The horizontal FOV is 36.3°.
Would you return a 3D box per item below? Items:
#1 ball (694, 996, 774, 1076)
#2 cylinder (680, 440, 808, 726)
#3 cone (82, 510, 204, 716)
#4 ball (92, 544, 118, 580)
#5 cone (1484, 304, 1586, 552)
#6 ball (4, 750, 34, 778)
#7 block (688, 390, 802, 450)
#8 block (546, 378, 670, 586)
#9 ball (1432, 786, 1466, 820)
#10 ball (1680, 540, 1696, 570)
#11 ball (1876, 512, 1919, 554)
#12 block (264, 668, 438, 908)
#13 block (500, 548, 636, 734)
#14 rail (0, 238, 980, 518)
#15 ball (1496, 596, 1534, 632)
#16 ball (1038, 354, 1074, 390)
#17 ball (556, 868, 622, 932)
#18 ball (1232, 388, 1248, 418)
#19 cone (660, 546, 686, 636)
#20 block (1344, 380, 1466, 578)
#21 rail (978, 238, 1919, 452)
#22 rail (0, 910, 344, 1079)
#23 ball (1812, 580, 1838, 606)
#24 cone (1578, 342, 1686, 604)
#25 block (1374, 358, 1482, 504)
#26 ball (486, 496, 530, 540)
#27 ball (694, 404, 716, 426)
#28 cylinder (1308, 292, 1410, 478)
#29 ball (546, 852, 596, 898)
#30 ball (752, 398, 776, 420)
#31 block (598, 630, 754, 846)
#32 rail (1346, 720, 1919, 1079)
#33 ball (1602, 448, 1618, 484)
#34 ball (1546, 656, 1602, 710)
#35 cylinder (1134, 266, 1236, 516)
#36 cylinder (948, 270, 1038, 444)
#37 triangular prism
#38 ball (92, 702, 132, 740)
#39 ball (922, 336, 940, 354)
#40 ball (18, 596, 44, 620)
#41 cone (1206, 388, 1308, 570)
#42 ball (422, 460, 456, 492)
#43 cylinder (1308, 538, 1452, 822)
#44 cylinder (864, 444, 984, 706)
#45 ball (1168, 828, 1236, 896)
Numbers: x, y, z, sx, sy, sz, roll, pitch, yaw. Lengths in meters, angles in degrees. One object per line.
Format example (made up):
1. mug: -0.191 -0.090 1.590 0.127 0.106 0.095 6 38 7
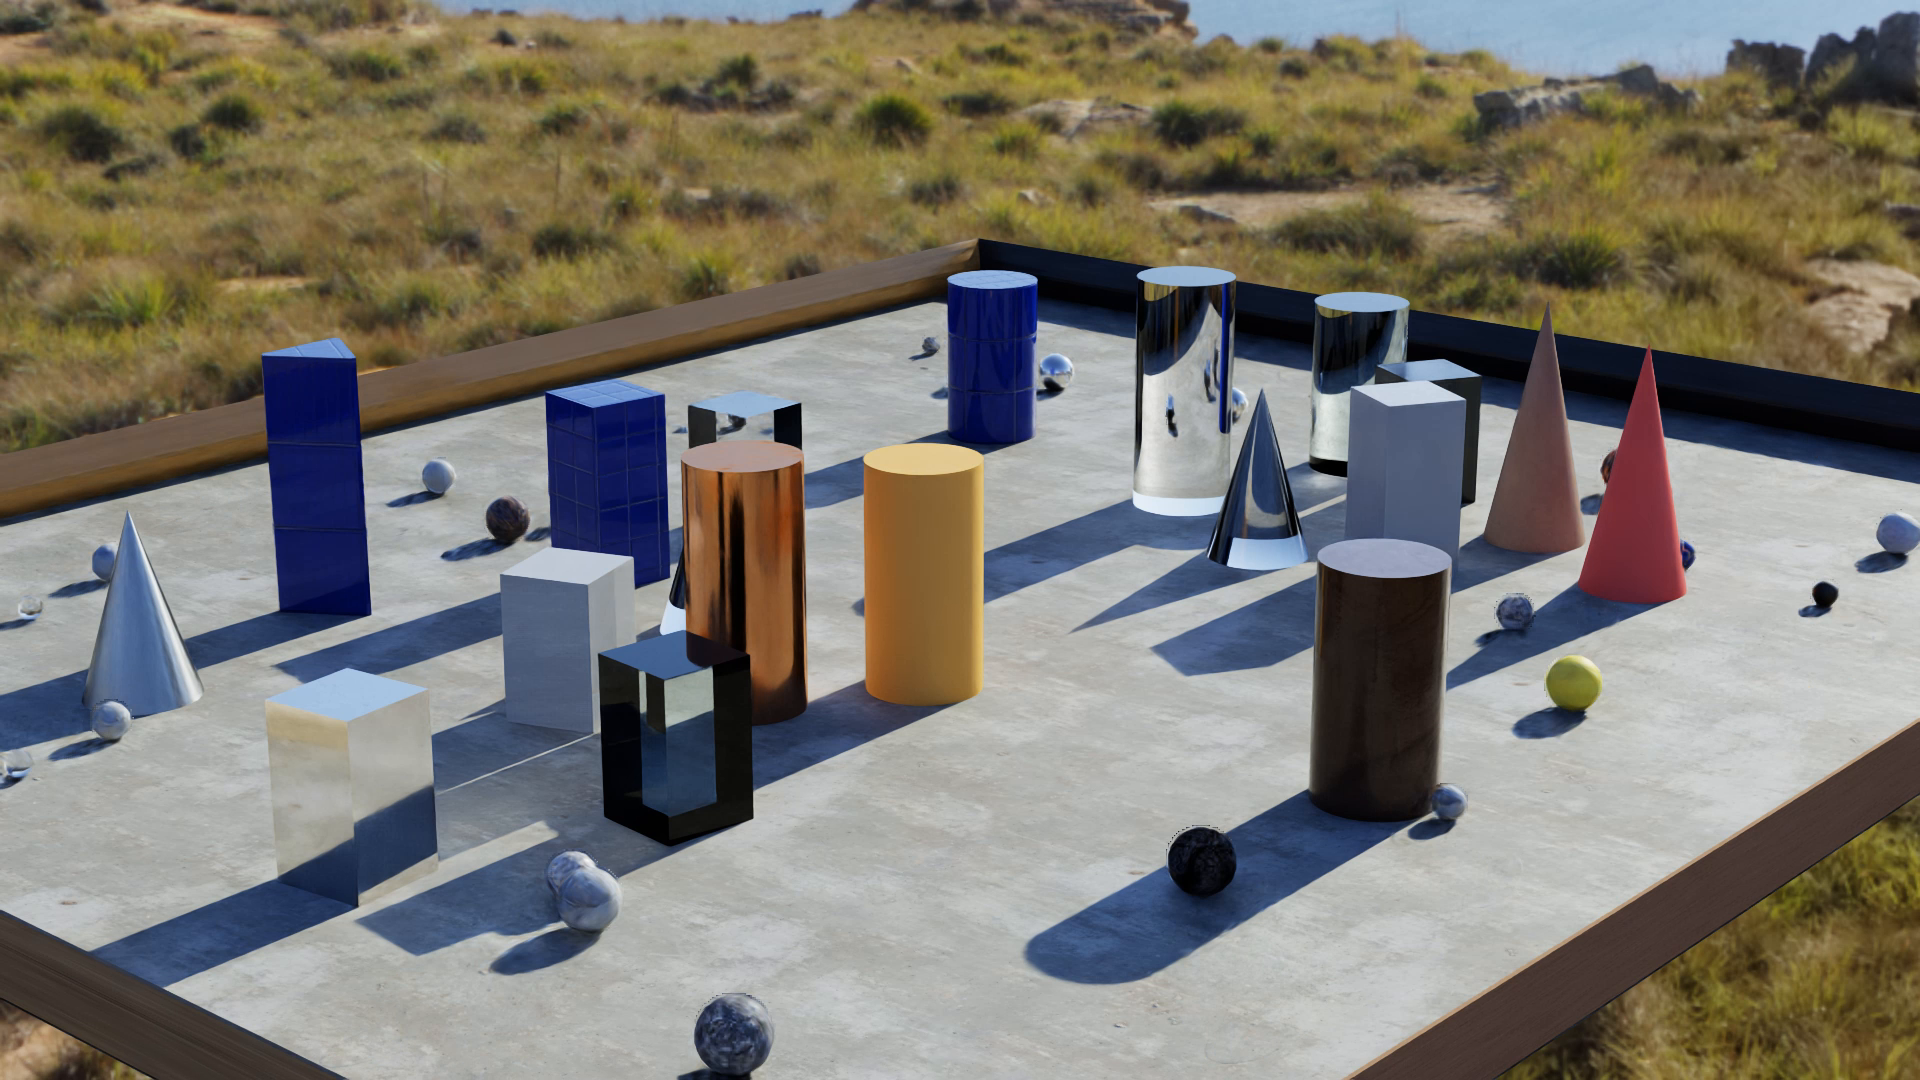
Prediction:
1. ball: -0.261 0.572 3.384 0.092 0.092 0.092 0 17 0
2. cylinder: -0.331 0.065 4.523 0.187 0.403 0.187 0 17 0
3. cone: -1.288 0.098 4.582 0.187 0.307 0.187 0 17 0
4. ball: -1.504 0.039 5.191 0.066 0.066 0.066 0 17 0
5. cone: 1.067 -0.220 5.381 0.187 0.452 0.187 0 17 0
6. ball: -1.375 0.326 4.283 0.042 0.042 0.042 0 17 0
7. block: -0.403 -0.144 5.513 0.150 0.231 0.150 14 22 38
8. block: -0.621 -0.096 5.172 0.150 0.336 0.150 -14 22 -38
9. ball: 0.688 0.370 4.128 0.049 0.049 0.049 0 17 0
10. ball: 1.291 0.027 5.252 0.054 0.054 0.054 0 17 0
11. ball: 1.711 -0.012 5.343 0.077 0.077 0.077 0 17 0
12. block: -0.808 0.327 3.904 0.150 0.260 0.150 11 20 32
13. block: -0.601 0.153 4.519 0.150 0.238 0.150 6 18 20
14. rail: -1.244 -0.282 6.155 0.045 0.122 3.995 14 22 39
15. ball: 0.932 0.123 4.925 0.060 0.060 0.060 0 17 0
16. ball: 0.213 -0.375 6.533 0.082 0.082 0.082 0 17 0
17. ball: -0.476 0.462 3.763 0.084 0.084 0.084 0 17 0
18. ball: 0.584 -0.293 6.290 0.067 0.067 0.067 0 17 0
19. cone: -0.412 -0.002 4.900 0.187 0.313 0.187 0 17 0
20. block: 0.789 -0.102 5.209 0.150 0.327 0.150 -6 18 -18
21. rail: 1.294 -0.401 6.547 3.342 0.122 0.045 14 22 39
22. rail: -1.294 0.462 3.694 3.342 0.122 0.045 14 22 39
23. ball: 1.493 0.092 5.056 0.044 0.044 0.044 0 17 0
24. cone: 1.184 -0.129 5.099 0.187 0.442 0.187 0 17 0
25. block: 0.902 -0.206 5.683 0.150 0.251 0.150 -6 18 -19
26. ball: -0.836 -0.040 5.425 0.083 0.083 0.083 0 17 0
27. ball: -0.544 -0.266 6.235 0.046 0.046 0.046 0 17 0
28. cylinder: 0.800 -0.312 5.884 0.187 0.338 0.187 0 17 0
29. ball: -0.509 0.443 3.851 0.069 0.069 0.069 0 17 0
30. ball: -0.420 -0.280 6.281 0.048 0.048 0.048 0 17 0
31. block: -0.397 0.275 4.103 0.150 0.245 0.150 -15 23 -41
32. rail: 1.244 0.343 4.087 0.045 0.122 3.995 14 22 39
33. ball: 1.299 -0.136 5.722 0.094 0.094 0.094 0 17 0
34. ball: 0.954 0.222 4.553 0.086 0.086 0.086 0 17 0
35. cylinder: 0.428 -0.286 5.611 0.187 0.446 0.187 0 17 0
36. cylinder: 0.067 -0.383 6.130 0.187 0.330 0.187 0 17 0
37. triangular prism: -1.078 -0.110 5.020 0.162 0.451 0.141 3 17 8
38. ball: -1.282 0.273 4.432 0.058 0.058 0.058 0 17 0
39. ball: -0.067 -0.456 6.873 0.040 0.040 0.040 0 17 0
40. ball: -1.580 0.115 4.982 0.042 0.042 0.042 0 17 0
41. cone: 0.542 -0.125 5.303 0.187 0.316 0.187 0 17 0
42. ball: -1.020 -0.125 5.735 0.066 0.066 0.066 0 17 0
43. cylinder: 0.595 0.197 4.160 0.187 0.361 0.187 0 17 0
44. cylinder: -0.057 0.053 4.614 0.187 0.374 0.187 0 17 0
45. ball: 0.320 0.425 3.871 0.091 0.091 0.091 0 17 0
